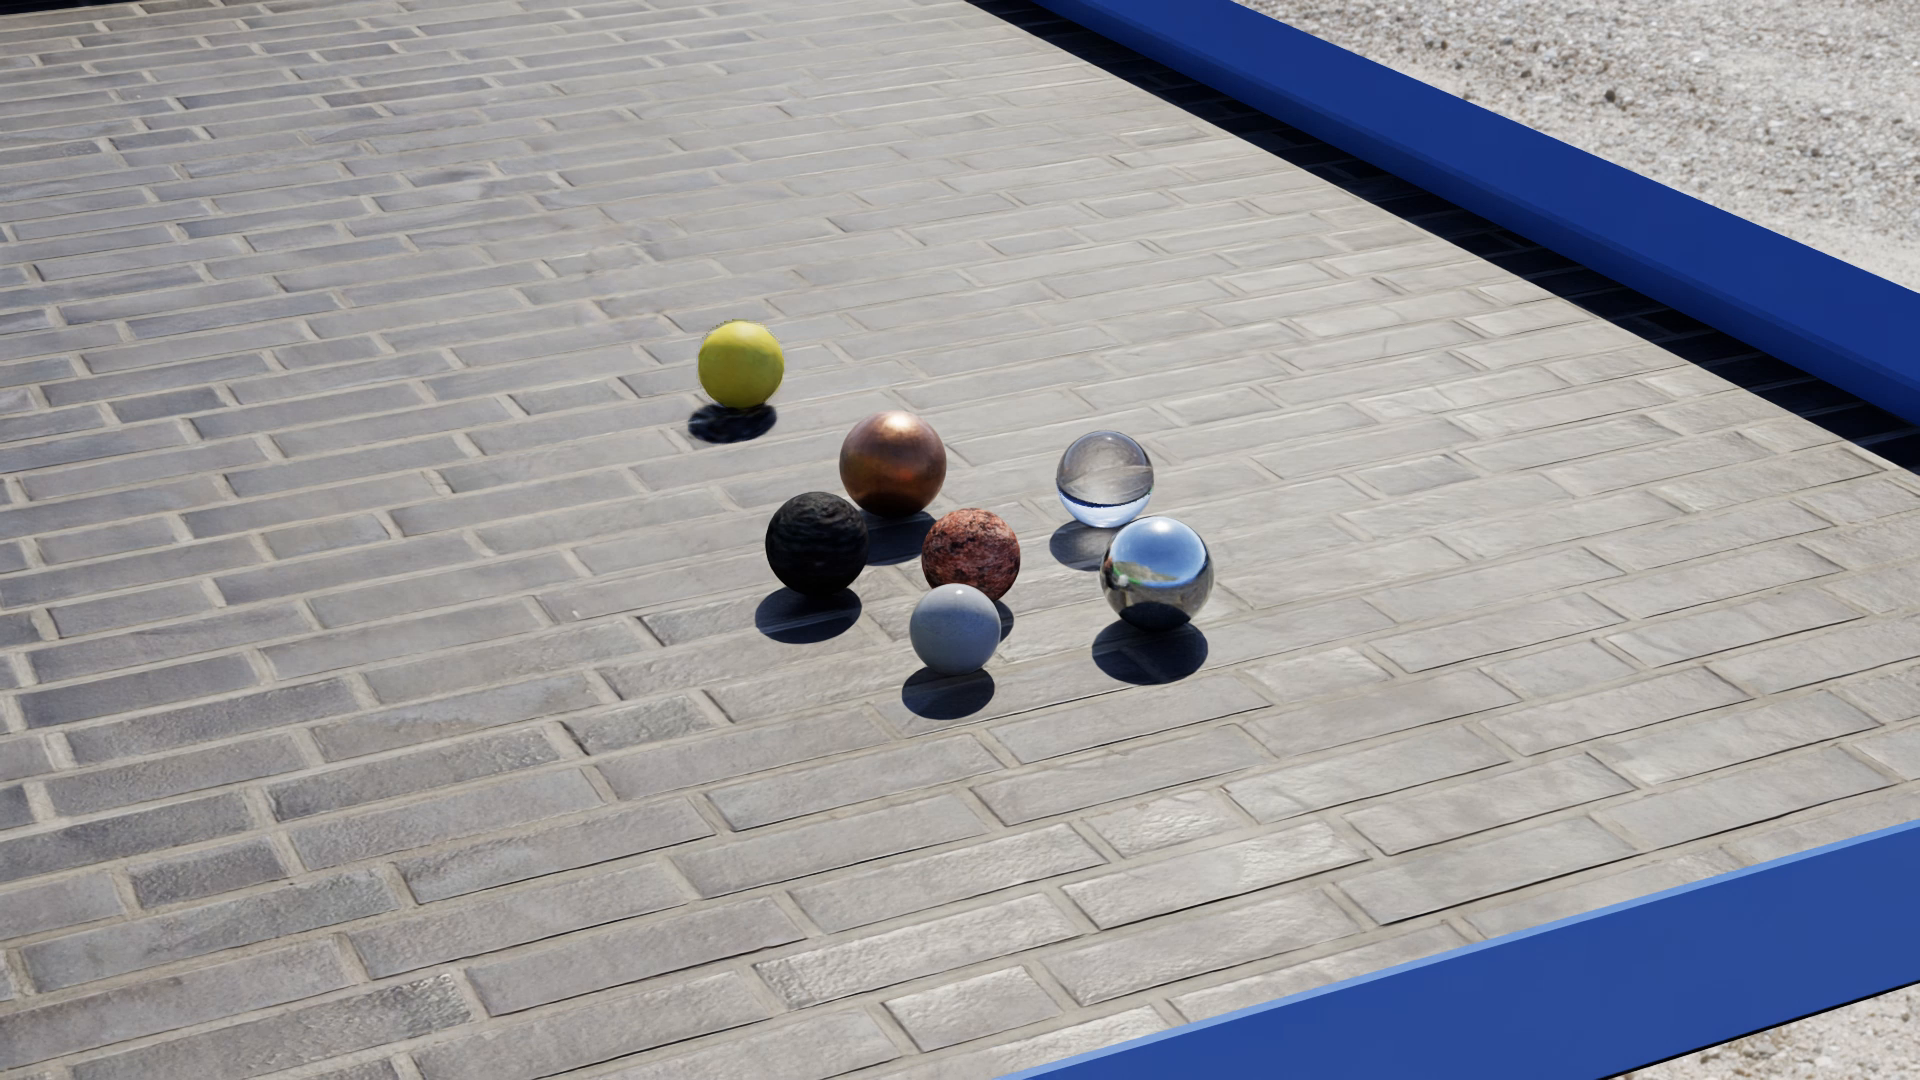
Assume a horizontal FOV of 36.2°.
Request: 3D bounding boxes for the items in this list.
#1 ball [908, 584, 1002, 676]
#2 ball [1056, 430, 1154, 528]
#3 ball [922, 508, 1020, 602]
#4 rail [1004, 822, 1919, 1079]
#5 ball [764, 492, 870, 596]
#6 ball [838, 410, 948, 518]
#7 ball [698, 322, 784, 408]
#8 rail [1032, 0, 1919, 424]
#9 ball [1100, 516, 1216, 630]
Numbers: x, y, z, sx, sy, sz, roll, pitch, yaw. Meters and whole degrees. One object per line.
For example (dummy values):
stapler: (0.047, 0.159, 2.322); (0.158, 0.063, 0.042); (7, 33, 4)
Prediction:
ball: (-0.003, 0.062, 2.042); (0.064, 0.064, 0.064); (0, 24, 0)
ball: (0.112, -0.047, 2.270); (0.076, 0.076, 0.076); (0, 24, 0)
ball: (0.008, 0.013, 2.141); (0.073, 0.073, 0.073); (0, 24, 0)
rail: (0.306, 0.242, 1.583); (1.734, 0.109, 0.045); (-11, 26, -23)
ball: (-0.105, 0.003, 2.159); (0.077, 0.077, 0.077); (0, 24, 0)
ball: (-0.052, -0.059, 2.287); (0.084, 0.084, 0.084); (0, 24, 0)
ball: (-0.186, -0.148, 2.500); (0.074, 0.074, 0.074); (0, 24, 0)
rail: (0.443, -0.433, 3.089); (0.045, 0.109, 2.898); (-11, 26, -23)
ball: (0.141, 0.024, 2.105); (0.083, 0.083, 0.083); (0, 24, 0)
